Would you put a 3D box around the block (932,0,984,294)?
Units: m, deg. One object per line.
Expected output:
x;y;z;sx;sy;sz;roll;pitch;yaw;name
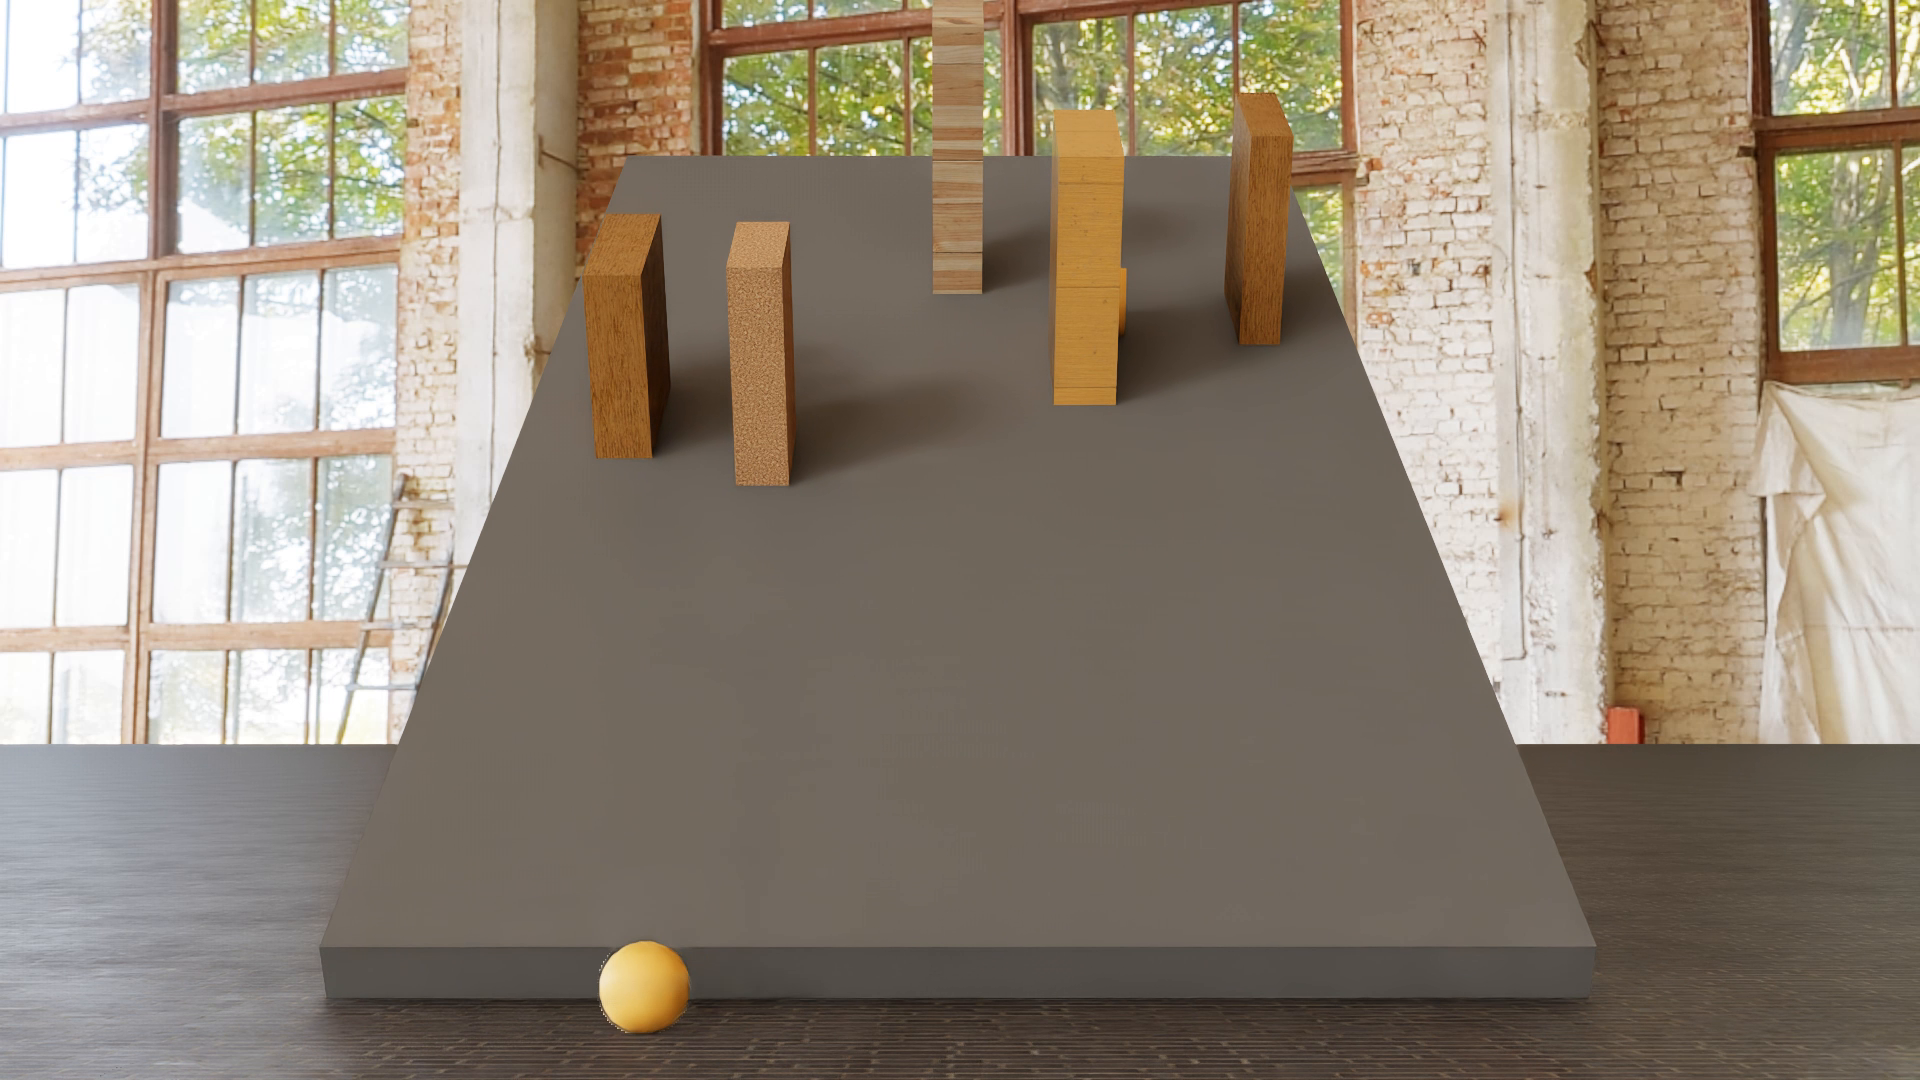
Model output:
-0.006;-1.026;6.194;0.129;0.709;0.279;0;27;0;block

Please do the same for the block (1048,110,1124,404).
0.294;-0.671;5.612;0.146;0.606;0.363;0;27;0;block

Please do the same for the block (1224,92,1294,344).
0.748;-0.811;5.965;0.101;0.538;0.367;0;27;0;block

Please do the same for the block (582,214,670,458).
-0.754;-0.469;5.397;0.127;0.435;0.403;0;27;0;block

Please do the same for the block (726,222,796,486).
-0.433;-0.410;5.207;0.116;0.506;0.288;0;27;0;block

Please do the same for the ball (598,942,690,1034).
-0.441;0.626;3.318;0.127;0.127;0.127;0;-5;0;ball

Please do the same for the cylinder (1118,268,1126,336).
0.330;-0.598;5.950;0.171;0.171;0.171;2;-5;3;cylinder

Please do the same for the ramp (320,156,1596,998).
-0.011;-0.226;5.516;2.000;0.100;4.000;0;27;0;ramp
